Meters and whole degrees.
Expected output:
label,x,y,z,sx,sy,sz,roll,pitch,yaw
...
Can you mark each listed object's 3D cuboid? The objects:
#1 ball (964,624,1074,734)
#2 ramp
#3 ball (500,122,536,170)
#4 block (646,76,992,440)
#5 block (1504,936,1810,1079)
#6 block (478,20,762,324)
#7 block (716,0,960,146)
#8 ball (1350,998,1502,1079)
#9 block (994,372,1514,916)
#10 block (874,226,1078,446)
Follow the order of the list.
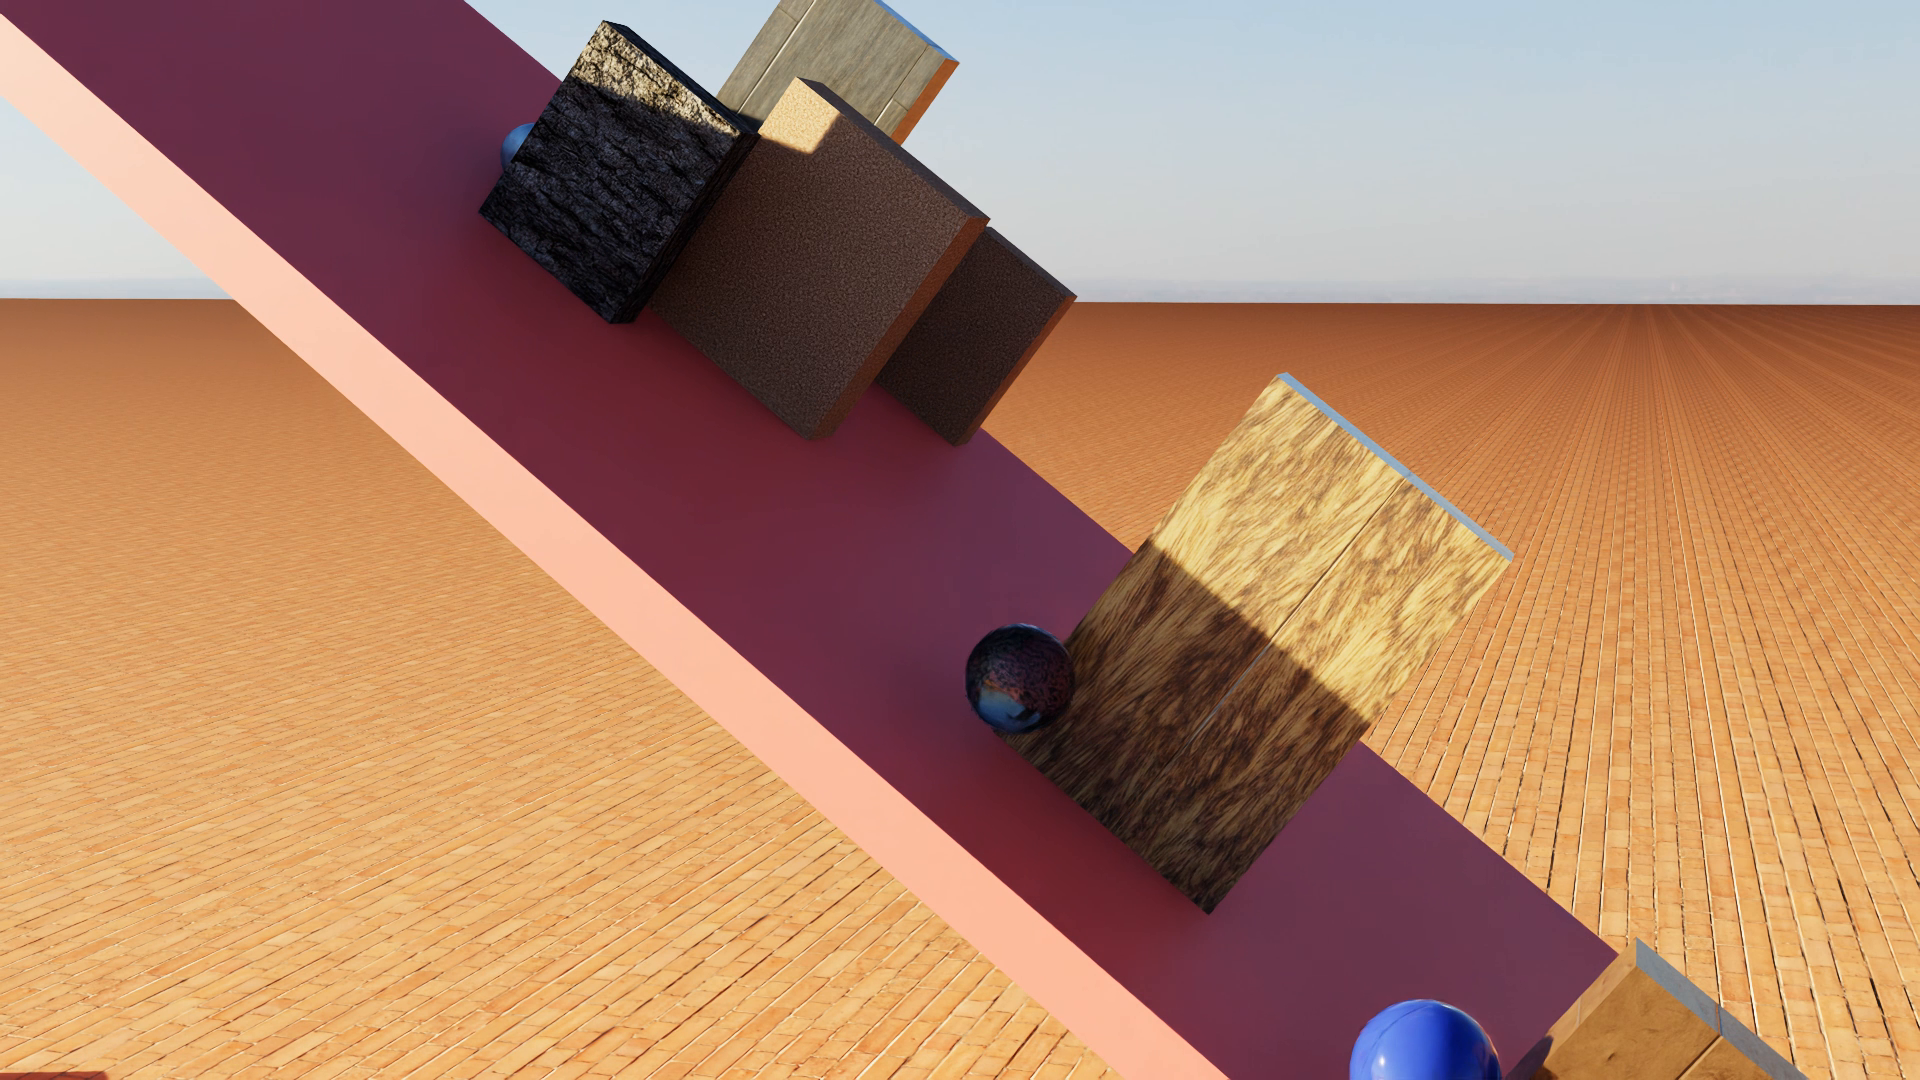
label,x,y,z,sx,sy,sz,roll,pitch,yaw
ball,0.091,0.211,3.355,0.168,0.168,0.168,0,7,0
ramp,-0.037,0.093,4.057,4.000,0.100,2.000,40,16,9
ball,-0.828,-0.745,4.286,0.133,0.133,0.133,0,7,0
block,-0.274,-0.527,4.149,0.423,0.521,0.138,40,16,9
block,0.934,0.863,2.953,0.445,0.458,0.133,40,16,9
block,-0.617,-0.660,3.969,0.329,0.423,0.099,40,16,9
block,-0.344,-0.813,4.518,0.353,0.675,0.096,40,16,9
ball,0.628,0.723,2.972,0.201,0.201,0.201,0,7,0
block,0.444,0.162,3.393,0.439,0.718,0.105,40,16,9
block,0.027,-0.441,4.760,0.245,0.408,0.099,40,16,9
